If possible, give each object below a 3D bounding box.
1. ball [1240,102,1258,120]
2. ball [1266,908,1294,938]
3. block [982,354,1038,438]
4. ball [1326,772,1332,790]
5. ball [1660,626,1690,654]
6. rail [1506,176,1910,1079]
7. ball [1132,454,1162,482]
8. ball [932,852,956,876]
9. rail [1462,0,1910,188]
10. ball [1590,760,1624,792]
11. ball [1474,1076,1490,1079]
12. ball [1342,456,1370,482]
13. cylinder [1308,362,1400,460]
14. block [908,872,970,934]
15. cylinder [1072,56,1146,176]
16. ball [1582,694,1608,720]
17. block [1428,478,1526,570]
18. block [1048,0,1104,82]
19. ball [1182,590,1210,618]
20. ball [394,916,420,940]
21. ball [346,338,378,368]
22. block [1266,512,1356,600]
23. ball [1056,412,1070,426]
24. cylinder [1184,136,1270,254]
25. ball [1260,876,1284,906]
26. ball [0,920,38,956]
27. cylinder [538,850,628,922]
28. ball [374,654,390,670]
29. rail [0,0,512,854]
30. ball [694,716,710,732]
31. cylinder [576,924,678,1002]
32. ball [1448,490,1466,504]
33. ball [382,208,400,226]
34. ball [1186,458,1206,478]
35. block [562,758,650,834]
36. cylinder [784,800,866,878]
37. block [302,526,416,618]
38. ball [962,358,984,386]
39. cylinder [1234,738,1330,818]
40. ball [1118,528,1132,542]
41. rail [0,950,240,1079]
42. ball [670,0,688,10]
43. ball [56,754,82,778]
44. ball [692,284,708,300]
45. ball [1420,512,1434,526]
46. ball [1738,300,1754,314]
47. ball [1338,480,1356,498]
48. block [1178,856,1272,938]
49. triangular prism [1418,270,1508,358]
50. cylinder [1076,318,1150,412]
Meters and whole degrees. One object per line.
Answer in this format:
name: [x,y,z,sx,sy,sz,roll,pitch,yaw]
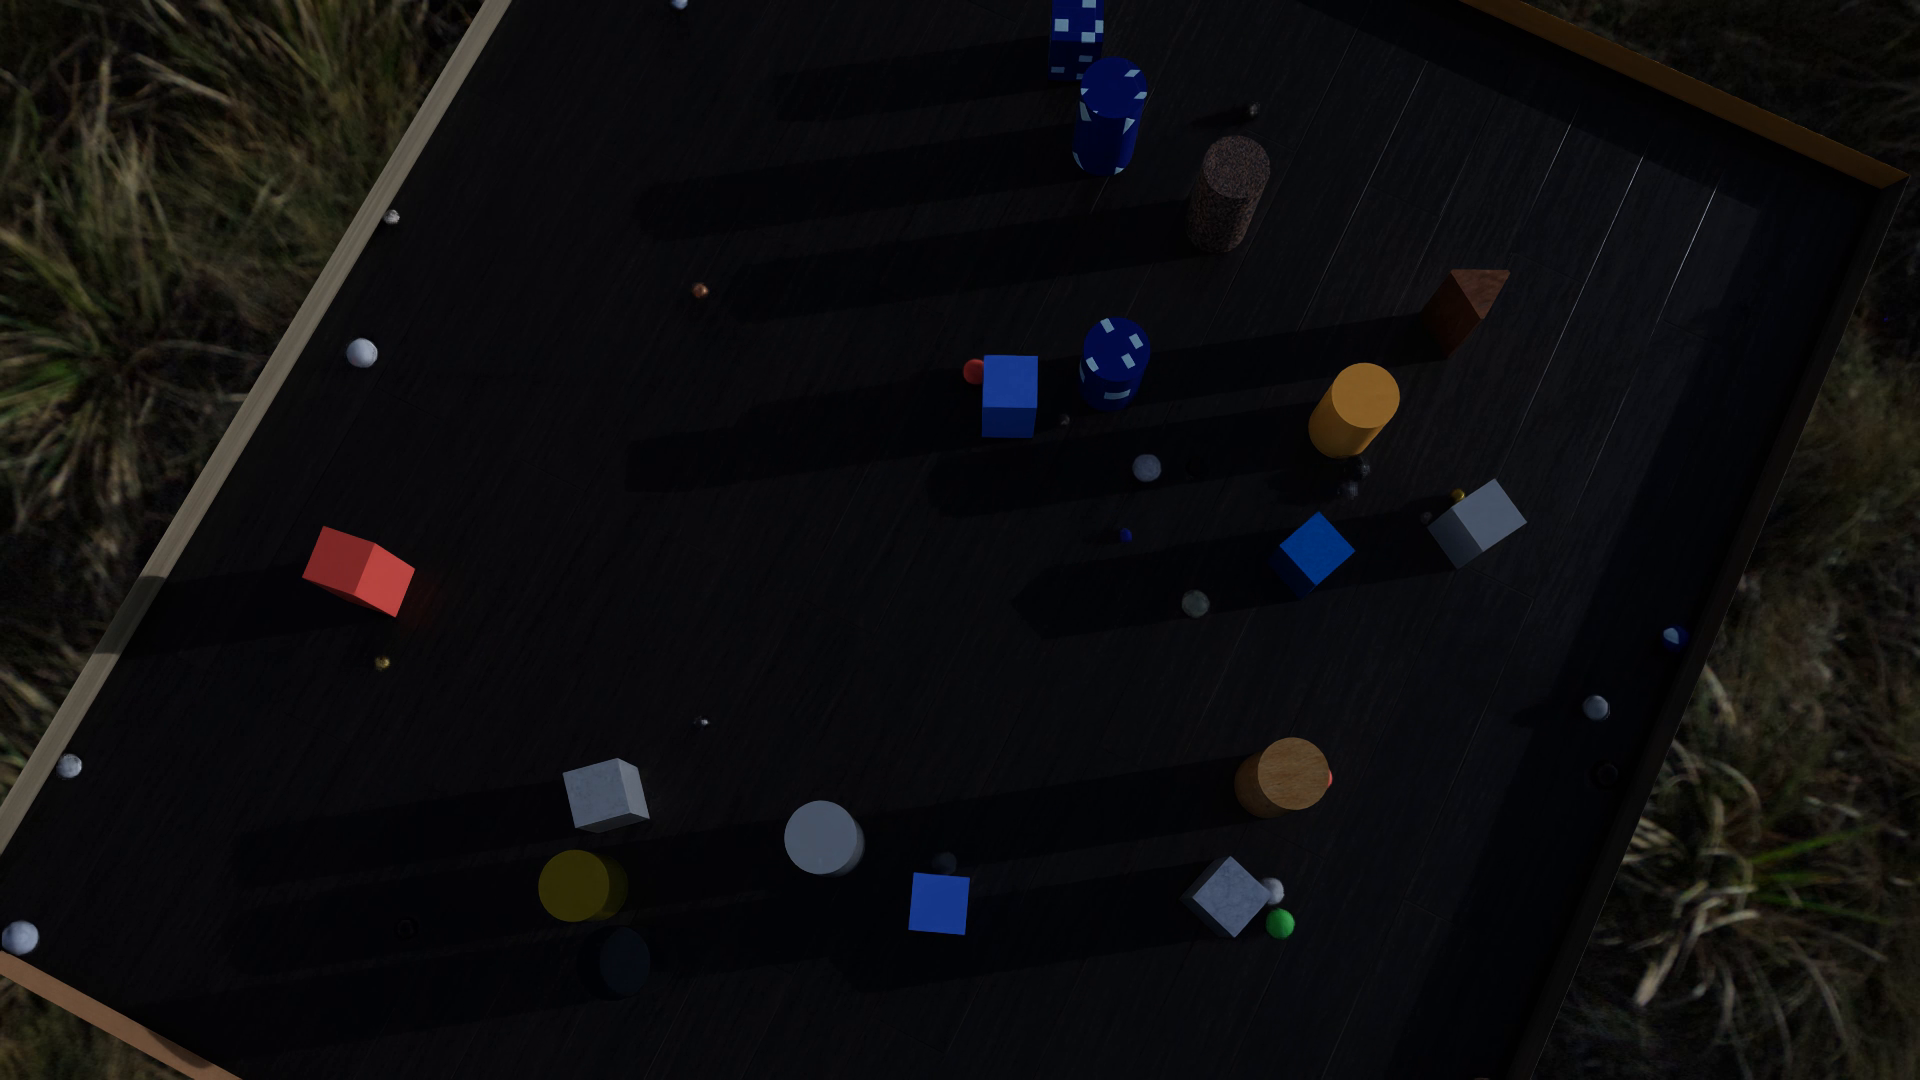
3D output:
ball: [0.927,-1.372,5.871,0.057,0.057,0.057,0,78,0]
ball: [0.933,1.118,5.342,0.085,0.085,0.085,0,78,0]
block: [0.148,-0.430,5.531,0.158,0.342,0.158,1,78,0]
ball: [1.060,0.705,5.428,0.084,0.084,0.084,0,78,0]
ball: [2.151,0.299,5.512,0.083,0.083,0.083,0,78,0]
rail: [1.891,0.933,5.357,0.045,0.129,4.727,26,80,5]
ball: [0.572,-0.219,5.617,0.089,0.089,0.089,0,78,0]
ball: [-0.048,0.951,5.382,0.073,0.073,0.073,0,78,0]
rail: [1.046,-2.042,5.973,4.277,0.129,0.045,26,80,5]
ball: [1.914,0.697,5.426,0.092,0.092,0.092,0,78,0]
ball: [1.496,1.580,5.247,0.084,0.084,0.084,0,78,0]
ball: [1.214,-0.219,5.621,0.080,0.080,0.080,0,78,0]
cylinder: [1.180,-0.383,5.508,0.198,0.367,0.198,0,78,0]
block: [-0.058,1.046,5.268,0.158,0.259,0.158,5,78,1]
cylinder: [0.458,-1.303,5.665,0.198,0.433,0.198,0,78,0]
ball: [1.897,0.499,5.475,0.075,0.075,0.075,0,78,0]
block: [1.542,-0.045,5.481,0.158,0.284,0.158,-33,80,-6]
block: [0.365,-1.589,5.805,0.158,0.275,0.158,2,78,0]
ball: [0.710,0.192,5.534,0.084,0.084,0.084,0,78,0]
ball: [-1.613,1.134,5.347,0.068,0.068,0.068,0,78,0]
ball: [-1.856,-0.579,5.689,0.093,0.093,0.093,0,78,0]
block: [1.046,0.049,5.482,0.158,0.245,0.158,-40,81,-8]
ball: [0.318,-0.374,5.672,0.043,0.043,0.043,0,78,0]
cylinder: [0.812,-1.050,5.603,0.198,0.453,0.198,0,78,0]
ball: [0.907,1.028,5.361,0.083,0.083,0.083,0,78,0]
ball: [-2.733,1.156,5.327,0.099,0.099,0.099,0,78,0]
cylinder: [-1.076,0.994,5.255,0.198,0.306,0.198,0,78,0]
ball: [-1.738,0.368,5.518,0.045,0.045,0.045,0,78,0]
rail: [-1.891,-0.919,5.740,0.045,0.129,4.727,26,80,5]
ball: [-0.770,0.548,5.479,0.048,0.048,0.048,0,78,0]
cylinder: [-0.925,1.178,5.127,0.198,0.481,0.198,0,78,0]
ball: [1.524,-0.131,5.619,0.049,0.049,0.049,0,78,0]
ball: [-1.802,-1.022,5.802,0.052,0.052,0.052,0,78,0]
ball: [0.724,-0.223,5.631,0.061,0.061,0.061,0,78,0]
block: [-1.019,0.742,5.296,0.158,0.328,0.158,-15,79,-3]
cylinder: [-0.379,0.854,5.205,0.198,0.459,0.198,0,78,0]
block: [-1.765,0.097,5.396,0.158,0.393,0.158,18,79,4]
ball: [0.049,-0.521,5.683,0.081,0.081,0.081,0,78,0]
cylinder: [0.916,0.686,5.248,0.198,0.443,0.198,0,78,0]
ball: [0.505,-0.015,5.599,0.040,0.040,0.040,0,78,0]
rail: [-1.046,2.056,5.124,4.277,0.129,0.045,26,80,5]
ball: [-0.915,-1.748,5.949,0.057,0.057,0.057,0,78,0]
ball: [-2.646,0.670,5.441,0.072,0.072,0.072,0,78,0]
ball: [-0.814,-0.781,5.752,0.051,0.051,0.051,0,78,0]
ball: [1.427,-0.065,5.609,0.042,0.042,0.042,0,78,0]
ball: [2.465,-0.730,5.746,0.043,0.043,0.043,0,78,0]
ball: [1.186,-0.155,5.619,0.058,0.058,0.058,0,78,0]
block: [0.755,1.021,5.240,0.158,0.324,0.158,43,81,8]
triangular prism: [1.506,-0.715,5.566,0.148,0.389,0.171,30,80,6]
cylinder: [0.463,-0.528,5.558,0.198,0.329,0.198,0,78,0]
